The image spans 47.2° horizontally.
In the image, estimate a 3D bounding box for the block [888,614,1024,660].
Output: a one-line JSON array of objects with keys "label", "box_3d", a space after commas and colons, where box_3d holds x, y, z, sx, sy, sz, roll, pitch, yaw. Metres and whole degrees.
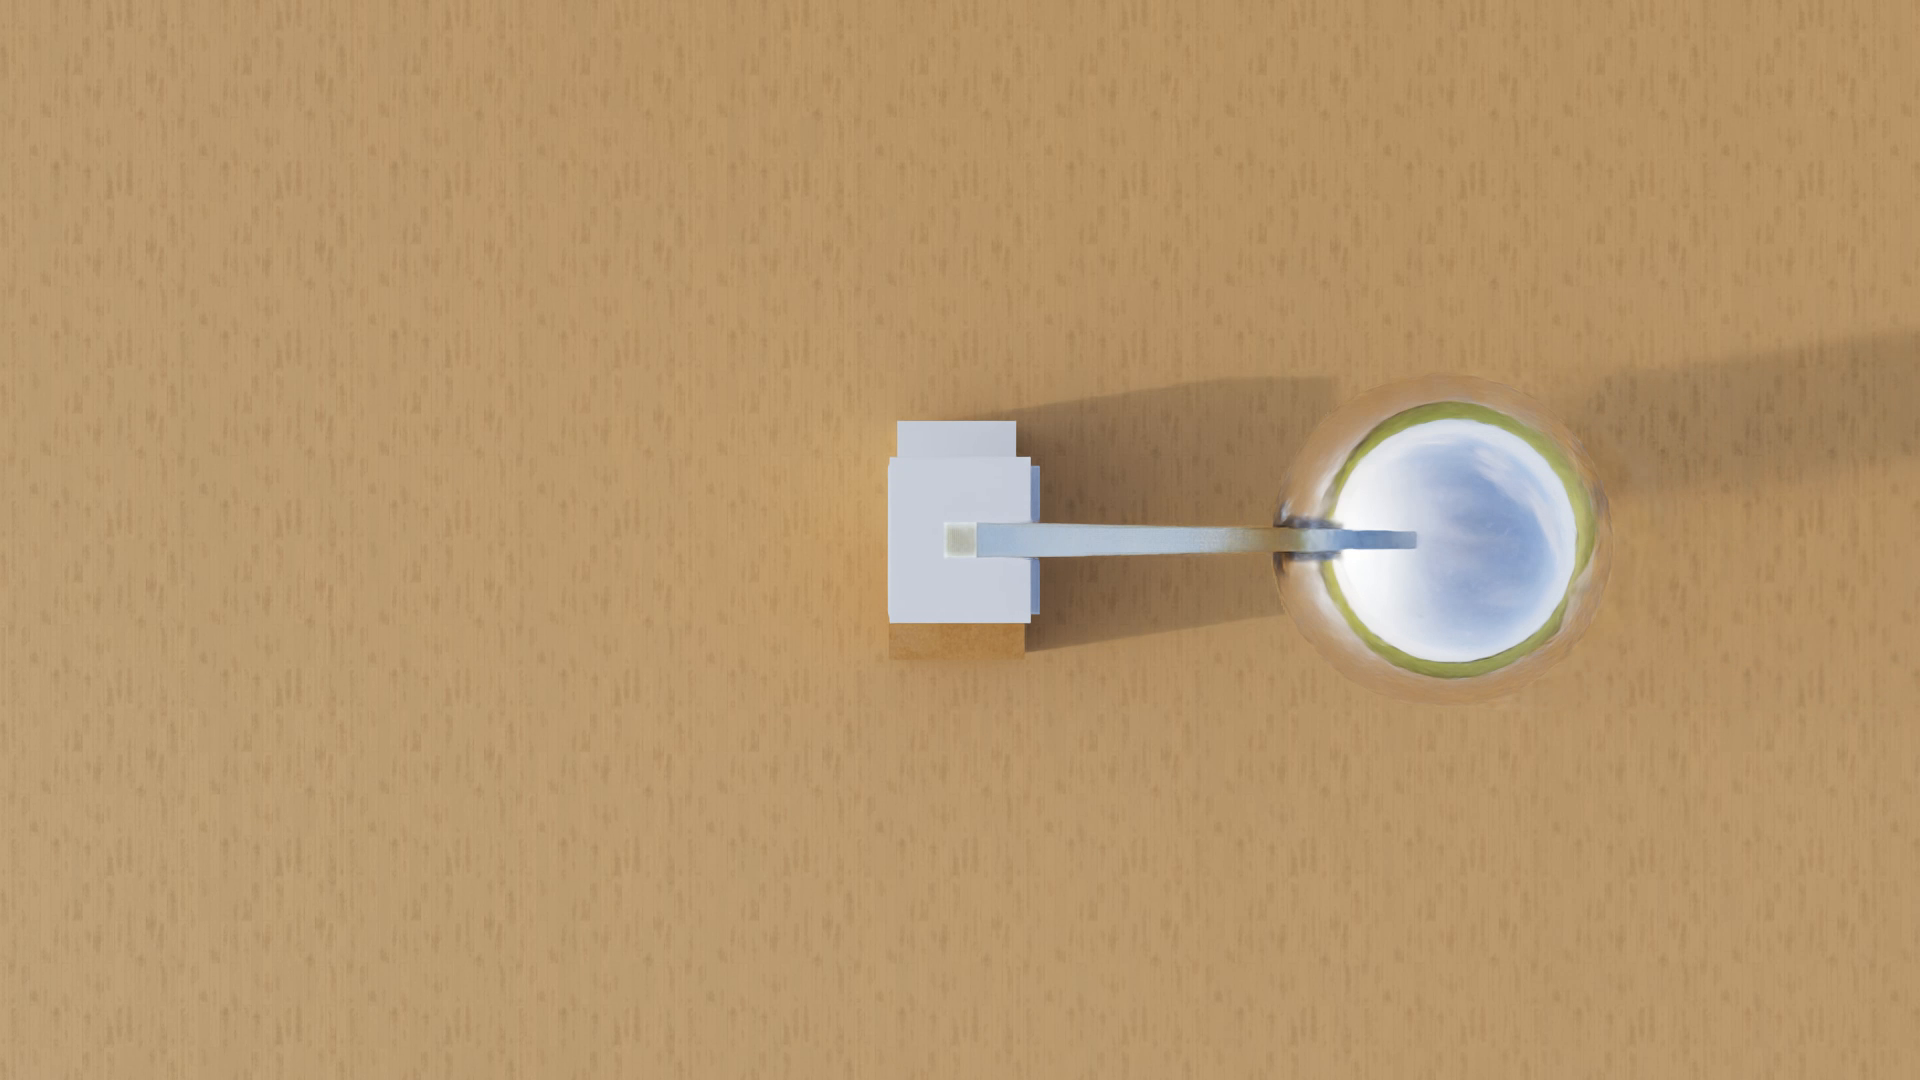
[{"label": "block", "box_3d": [-0.018, 0.327, 12.662, 0.761, 0.675, 0.689, 0, 90, 0]}]

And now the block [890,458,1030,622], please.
[{"label": "block", "box_3d": [0.001, 0.000, 10.012, 0.616, 0.751, 0.727, 0, 90, 0]}]

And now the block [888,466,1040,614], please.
[{"label": "block", "box_3d": [0.019, 0.000, 10.757, 0.717, 0.739, 0.702, 0, 90, 0]}]

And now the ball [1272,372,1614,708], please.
[{"label": "ball", "box_3d": [2.295, 0.000, 10.525, 1.600, 1.600, 1.600, 0, 90, 0]}]

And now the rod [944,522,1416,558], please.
[{"label": "rod", "box_3d": [0.994, 0.000, 7.384, 0.080, 5.200, 0.080, 0, 90, 22]}]

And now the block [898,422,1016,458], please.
[{"label": "block", "box_3d": [-0.018, -0.350, 12.710, 0.671, 0.580, 0.644, 0, 90, 0]}]
